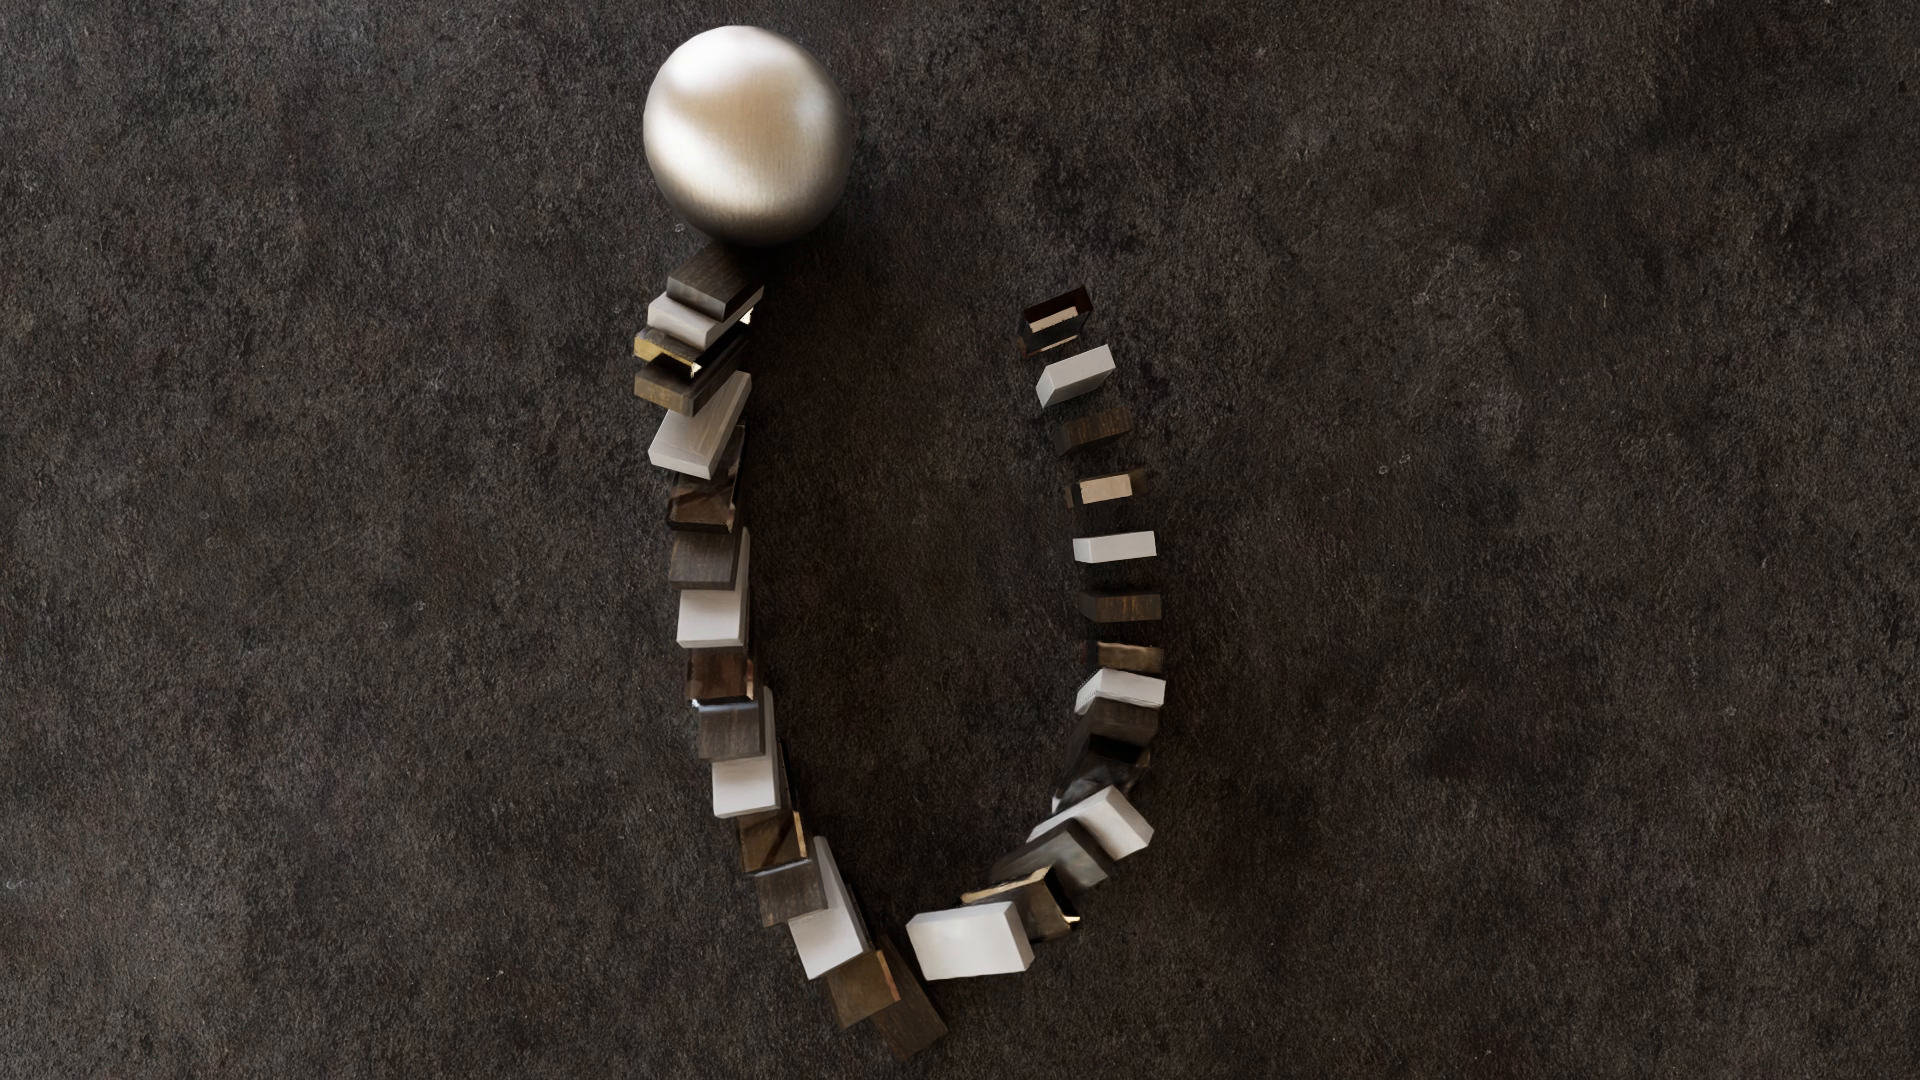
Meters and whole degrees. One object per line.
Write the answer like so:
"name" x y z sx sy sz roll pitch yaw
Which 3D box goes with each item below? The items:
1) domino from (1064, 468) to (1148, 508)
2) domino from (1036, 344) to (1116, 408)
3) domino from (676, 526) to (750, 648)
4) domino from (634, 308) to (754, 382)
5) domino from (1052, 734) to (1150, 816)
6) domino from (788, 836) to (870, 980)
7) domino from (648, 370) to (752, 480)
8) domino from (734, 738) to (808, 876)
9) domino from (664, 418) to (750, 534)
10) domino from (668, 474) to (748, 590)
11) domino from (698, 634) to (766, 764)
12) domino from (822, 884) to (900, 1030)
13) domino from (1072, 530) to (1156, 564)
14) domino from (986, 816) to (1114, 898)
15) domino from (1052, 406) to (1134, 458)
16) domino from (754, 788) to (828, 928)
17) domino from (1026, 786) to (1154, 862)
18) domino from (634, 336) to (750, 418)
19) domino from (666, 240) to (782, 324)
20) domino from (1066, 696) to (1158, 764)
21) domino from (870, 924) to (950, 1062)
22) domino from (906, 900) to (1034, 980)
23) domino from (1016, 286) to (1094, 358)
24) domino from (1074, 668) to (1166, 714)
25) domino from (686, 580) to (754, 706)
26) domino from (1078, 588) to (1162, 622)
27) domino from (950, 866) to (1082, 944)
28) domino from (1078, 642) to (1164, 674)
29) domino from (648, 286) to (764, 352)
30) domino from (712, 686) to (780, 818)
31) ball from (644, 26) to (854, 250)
"domino" 0.059 -0.021 0.375 0.025 0.050 0.009 -10 90 0
"domino" 0.046 -0.066 0.375 0.025 0.050 0.009 -20 90 0
"domino" -0.103 0.020 0.385 0.025 0.009 0.050 -2 66 0
"domino" -0.109 -0.087 0.379 0.025 0.050 0.010 26 134 1
"domino" 0.057 0.101 0.379 0.025 0.010 0.050 15 133 -3
"domino" -0.060 0.154 0.386 0.025 0.009 0.050 -28 67 0
"domino" -0.108 -0.051 0.384 0.025 0.010 0.050 15 61 0
"domino" -0.082 0.112 0.385 0.025 0.009 0.050 -16 65 0
"domino" -0.106 -0.028 0.385 0.025 0.010 0.050 4 66 0
"domino" -0.105 -0.004 0.385 0.025 0.009 0.050 1 66 0
"domino" -0.096 0.066 0.385 0.025 0.009 0.050 -8 65 0
"domino" -0.047 0.174 0.386 0.025 0.010 0.050 -27 67 0
"domino" 0.062 0.003 0.375 0.025 0.050 0.010 -7 90 0
"domino" 0.037 0.138 0.383 0.025 0.009 0.050 47 122 0
"domino" 0.054 -0.044 0.375 0.025 0.050 0.009 -16 90 0
"domino" -0.074 0.133 0.385 0.025 0.010 0.050 -18 65 0
"domino" 0.053 0.123 0.381 0.025 0.009 0.050 47 127 0
"domino" -0.110 -0.072 0.379 0.025 0.050 0.009 23 134 0
"domino" -0.097 -0.110 0.379 0.025 0.050 0.010 26 134 0
"domino" 0.062 0.081 0.377 0.025 0.050 0.010 13 56 0
"domino" -0.029 0.195 0.395 0.025 0.009 0.050 -33 90 0
"domino" 0.004 0.168 0.384 0.050 0.010 0.025 -20 90 29
"domino" 0.038 -0.088 0.375 0.025 0.050 0.010 -22 90 0
"domino" 0.064 0.065 0.375 0.025 0.050 0.010 12 69 0
"domino" -0.100 0.043 0.385 0.025 0.009 0.050 -5 65 0
"domino" 0.064 0.026 0.375 0.025 0.050 0.010 -3 90 0
"domino" 0.023 0.156 0.384 0.050 0.010 0.025 -29 90 30
"domino" 0.065 0.048 0.375 0.025 0.050 0.010 6 84 0
"domino" -0.104 -0.099 0.379 0.025 0.050 0.010 26 134 0
"domino" -0.091 0.089 0.385 0.025 0.009 0.050 -10 65 0
"ball" -0.082 -0.156 0.360 0.080 0.080 0.080 0 90 0
